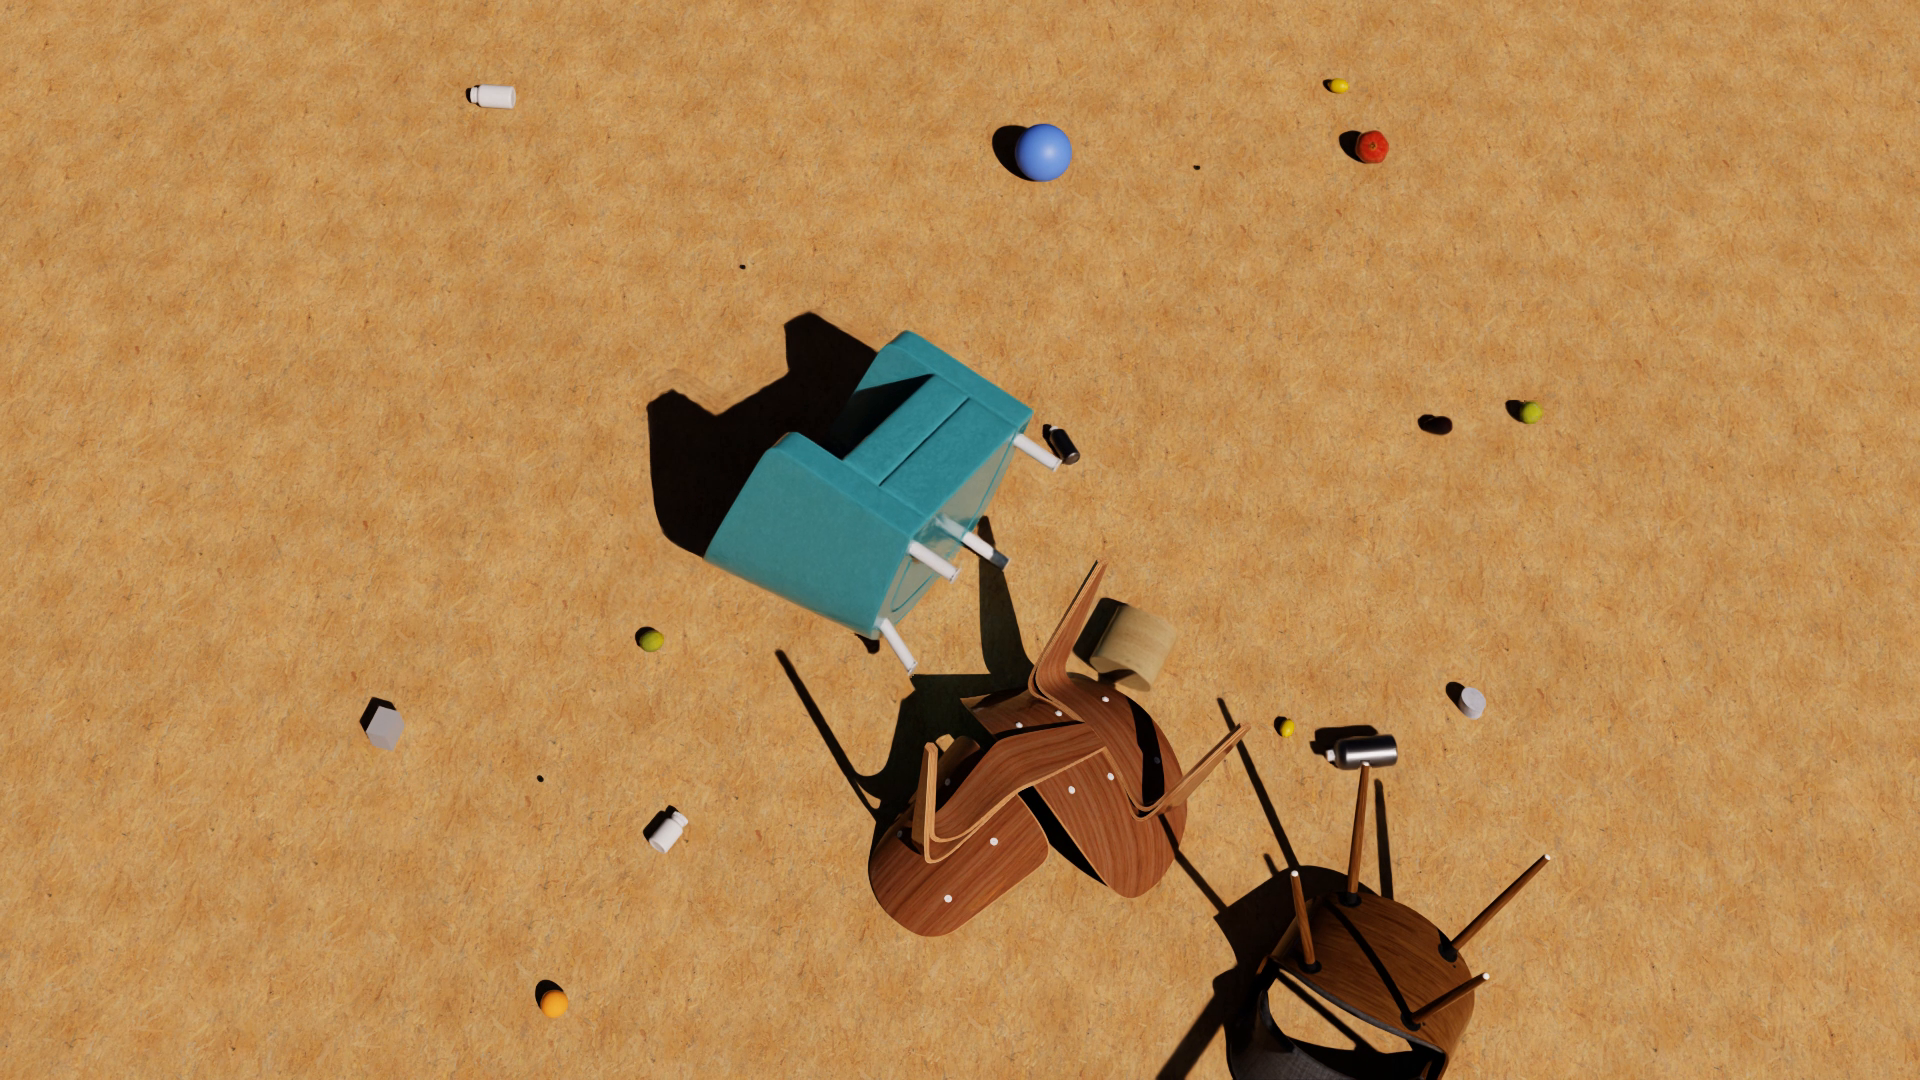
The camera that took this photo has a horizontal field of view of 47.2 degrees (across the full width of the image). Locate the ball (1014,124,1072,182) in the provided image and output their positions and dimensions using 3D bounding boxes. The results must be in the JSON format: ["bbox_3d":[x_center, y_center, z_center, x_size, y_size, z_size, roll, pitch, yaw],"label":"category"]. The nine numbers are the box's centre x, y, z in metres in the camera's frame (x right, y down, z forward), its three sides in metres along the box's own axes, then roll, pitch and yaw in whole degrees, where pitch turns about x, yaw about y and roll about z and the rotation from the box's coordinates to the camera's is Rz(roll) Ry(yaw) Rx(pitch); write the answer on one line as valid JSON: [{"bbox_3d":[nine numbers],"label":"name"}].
[{"bbox_3d":[0.278,-1.290,7.324,0.192,0.192,0.192,0,56,0],"label":"ball"}]

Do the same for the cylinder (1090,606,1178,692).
[{"bbox_3d":[0.498,0.310,6.300,0.194,0.107,0.193,26,60,9],"label":"cylinder"}]

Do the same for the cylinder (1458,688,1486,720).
[{"bbox_3d":[1.451,0.463,6.233,0.061,0.051,0.080,-25,60,-16],"label":"cylinder"}]

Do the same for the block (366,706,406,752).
[{"bbox_3d":[-1.611,0.530,6.169,0.062,0.082,0.085,14,57,9],"label":"block"}]
